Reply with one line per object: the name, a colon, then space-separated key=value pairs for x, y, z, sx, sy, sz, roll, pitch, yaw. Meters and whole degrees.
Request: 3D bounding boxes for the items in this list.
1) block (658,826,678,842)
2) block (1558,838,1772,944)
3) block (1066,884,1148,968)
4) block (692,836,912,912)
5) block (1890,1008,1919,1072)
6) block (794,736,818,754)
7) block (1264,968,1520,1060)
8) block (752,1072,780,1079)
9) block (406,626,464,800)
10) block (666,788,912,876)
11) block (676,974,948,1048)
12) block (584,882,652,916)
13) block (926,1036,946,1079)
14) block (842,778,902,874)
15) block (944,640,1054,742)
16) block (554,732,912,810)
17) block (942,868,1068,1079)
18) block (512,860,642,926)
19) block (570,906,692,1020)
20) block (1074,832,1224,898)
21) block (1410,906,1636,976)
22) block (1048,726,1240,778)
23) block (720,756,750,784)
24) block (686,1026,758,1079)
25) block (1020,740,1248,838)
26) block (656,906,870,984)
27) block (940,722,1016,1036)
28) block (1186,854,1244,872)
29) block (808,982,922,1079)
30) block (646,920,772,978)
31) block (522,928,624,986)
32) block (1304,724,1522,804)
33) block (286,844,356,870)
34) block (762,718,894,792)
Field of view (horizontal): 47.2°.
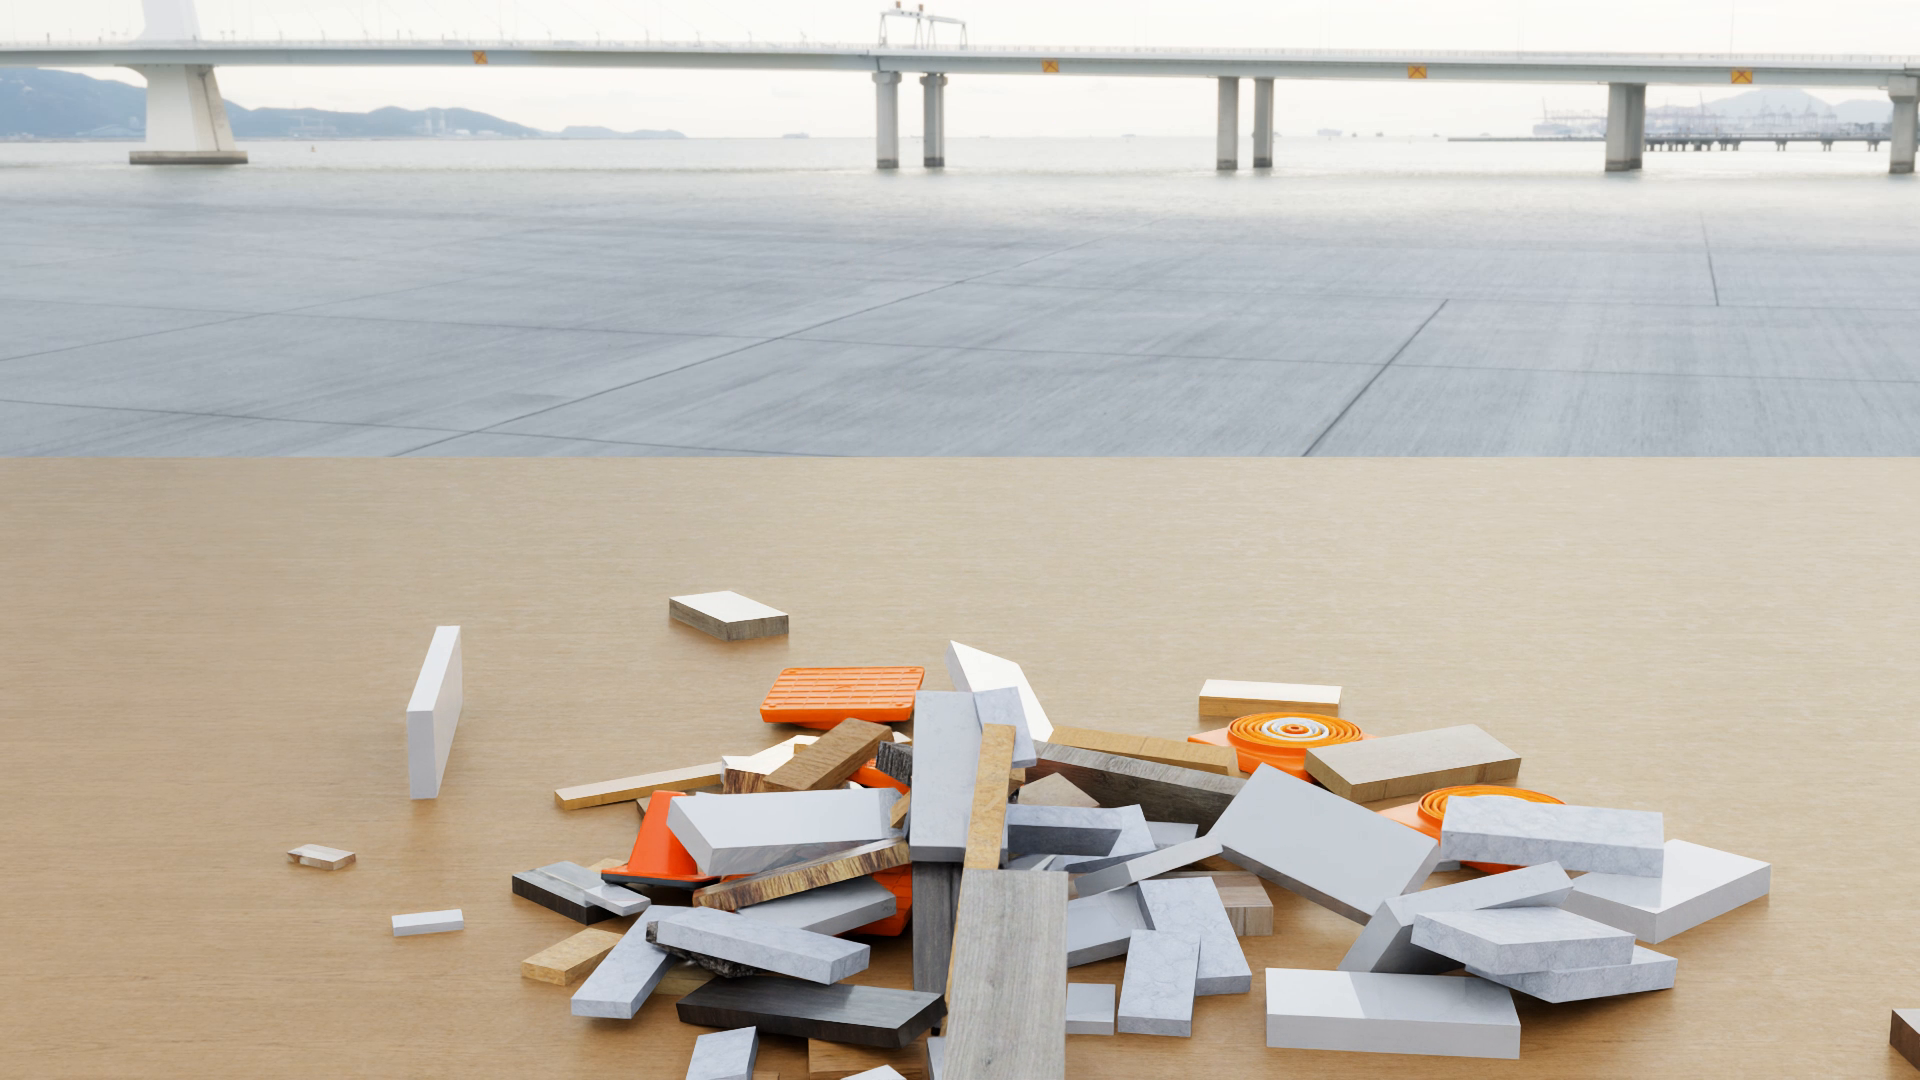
block: x=-0.501 y=0.524 z=3.988 sx=0.045 sy=0.013 sz=0.091 roll=7 pitch=12 yaw=32
block: x=1.160 y=0.574 z=3.617 sx=0.356 sy=0.050 sz=0.178 roll=-9 pitch=14 yaw=-41
block: x=0.221 y=0.596 z=3.399 sx=0.220 sy=0.031 sz=0.110 roll=-10 pitch=32 yaw=-19
block: x=-0.243 y=0.517 z=3.380 sx=0.334 sy=0.031 sz=0.108 roll=-14 pitch=-1 yaw=-5
block: x=1.387 y=0.709 z=2.889 sx=0.178 sy=0.050 sz=0.356 roll=0 pitch=11 yaw=-1
block: x=-0.238 y=0.390 z=4.127 sx=0.144 sy=0.020 sz=0.072 roll=5 pitch=6 yaw=-1
block: x=0.606 y=0.668 z=3.114 sx=0.343 sy=0.049 sz=0.171 roll=1 pitch=11 yaw=7
block: x=-0.271 y=0.727 z=2.896 sx=0.049 sy=0.014 sz=0.097 roll=1 pitch=11 yaw=7
block: x=-1.077 y=0.342 z=4.530 sx=0.049 sy=0.173 sz=0.733 roll=-2 pitch=11 yaw=-9
block: x=-0.249 y=0.468 z=3.551 sx=0.411 sy=0.049 sz=0.171 roll=1 pitch=21 yaw=-31
block: x=-0.211 y=0.648 z=3.045 sx=0.418 sy=0.029 sz=0.102 roll=-4 pitch=15 yaw=39
block: x=-0.550 y=0.577 z=3.530 sx=0.054 sy=0.015 sz=0.108 roll=-10 pitch=14 yaw=-43
block: x=0.026 y=0.698 z=2.815 sx=0.118 sy=0.034 sz=0.237 roll=-1 pitch=11 yaw=-5
block: x=-0.156 y=0.502 z=3.869 sx=0.120 sy=0.034 sz=0.240 roll=36 pitch=7 yaw=-8
block: x=0.084 y=0.345 z=4.707 sx=0.167 sy=0.047 sz=0.716 roll=20 pitch=8 yaw=-9
block: x=-0.433 y=0.448 z=4.292 sx=0.712 sy=0.020 sz=0.072 roll=-8 pitch=13 yaw=-24
block: x=0.055 y=0.651 z=2.706 sx=0.148 sy=0.042 sz=0.874 roll=1 pitch=22 yaw=3
block: x=-0.634 y=0.581 z=3.631 sx=0.108 sy=0.031 sz=0.217 roll=-10 pitch=14 yaw=-43
block: x=-0.476 y=0.624 z=3.280 sx=0.087 sy=0.025 sz=0.386 roll=2 pitch=11 yaw=9
block: x=0.304 y=0.522 z=3.531 sx=0.235 sy=0.033 sz=0.117 roll=-9 pitch=-13 yaw=-46
block: x=0.809 y=0.572 z=3.152 sx=0.305 sy=0.043 sz=0.153 roll=5 pitch=6 yaw=-37
block: x=0.340 y=0.439 z=3.999 sx=0.346 sy=0.173 sz=0.049 roll=5 pitch=38 yaw=26
block: x=-0.335 y=0.466 z=4.102 sx=0.167 sy=0.047 sz=0.334 roll=3 pitch=7 yaw=-16
block: x=-0.319 y=0.702 z=2.957 sx=0.081 sy=0.023 sz=0.163 roll=-10 pitch=9 yaw=1
block: x=0.329 y=0.464 z=3.921 sx=0.629 sy=0.153 sz=0.043 roll=7 pitch=39 yaw=34
block: x=-0.284 y=0.583 z=3.173 sx=0.286 sy=0.033 sz=0.117 roll=8 pitch=5 yaw=25
block: x=0.025 y=0.500 z=3.132 sx=0.049 sy=0.014 sz=0.581 roll=4 pitch=49 yaw=6
block: x=0.447 y=0.562 z=3.775 sx=0.058 sy=0.017 sz=0.117 roll=-7 pitch=13 yaw=-35
block: x=-0.135 y=0.688 z=3.028 sx=0.148 sy=0.042 sz=0.295 roll=-1 pitch=11 yaw=-4
block: x=-0.363 y=0.600 z=3.250 sx=0.102 sy=0.029 sz=0.204 roll=2 pitch=6 yaw=-43
block: x=-0.585 y=0.636 z=3.360 sx=0.081 sy=0.023 sz=0.163 roll=6 pitch=12 yaw=28
block: x=0.885 y=0.435 z=4.297 sx=0.412 sy=0.042 sz=0.149 roll=-5 pitch=24 yaw=-27
block: x=-1.113 y=0.552 z=3.832 sx=0.108 sy=0.015 sz=0.054 roll=6 pitch=12 yaw=27
block: x=-0.230 y=0.387 z=3.858 sx=0.110 sy=0.031 sz=0.220 roll=7 pitch=32 yaw=44
